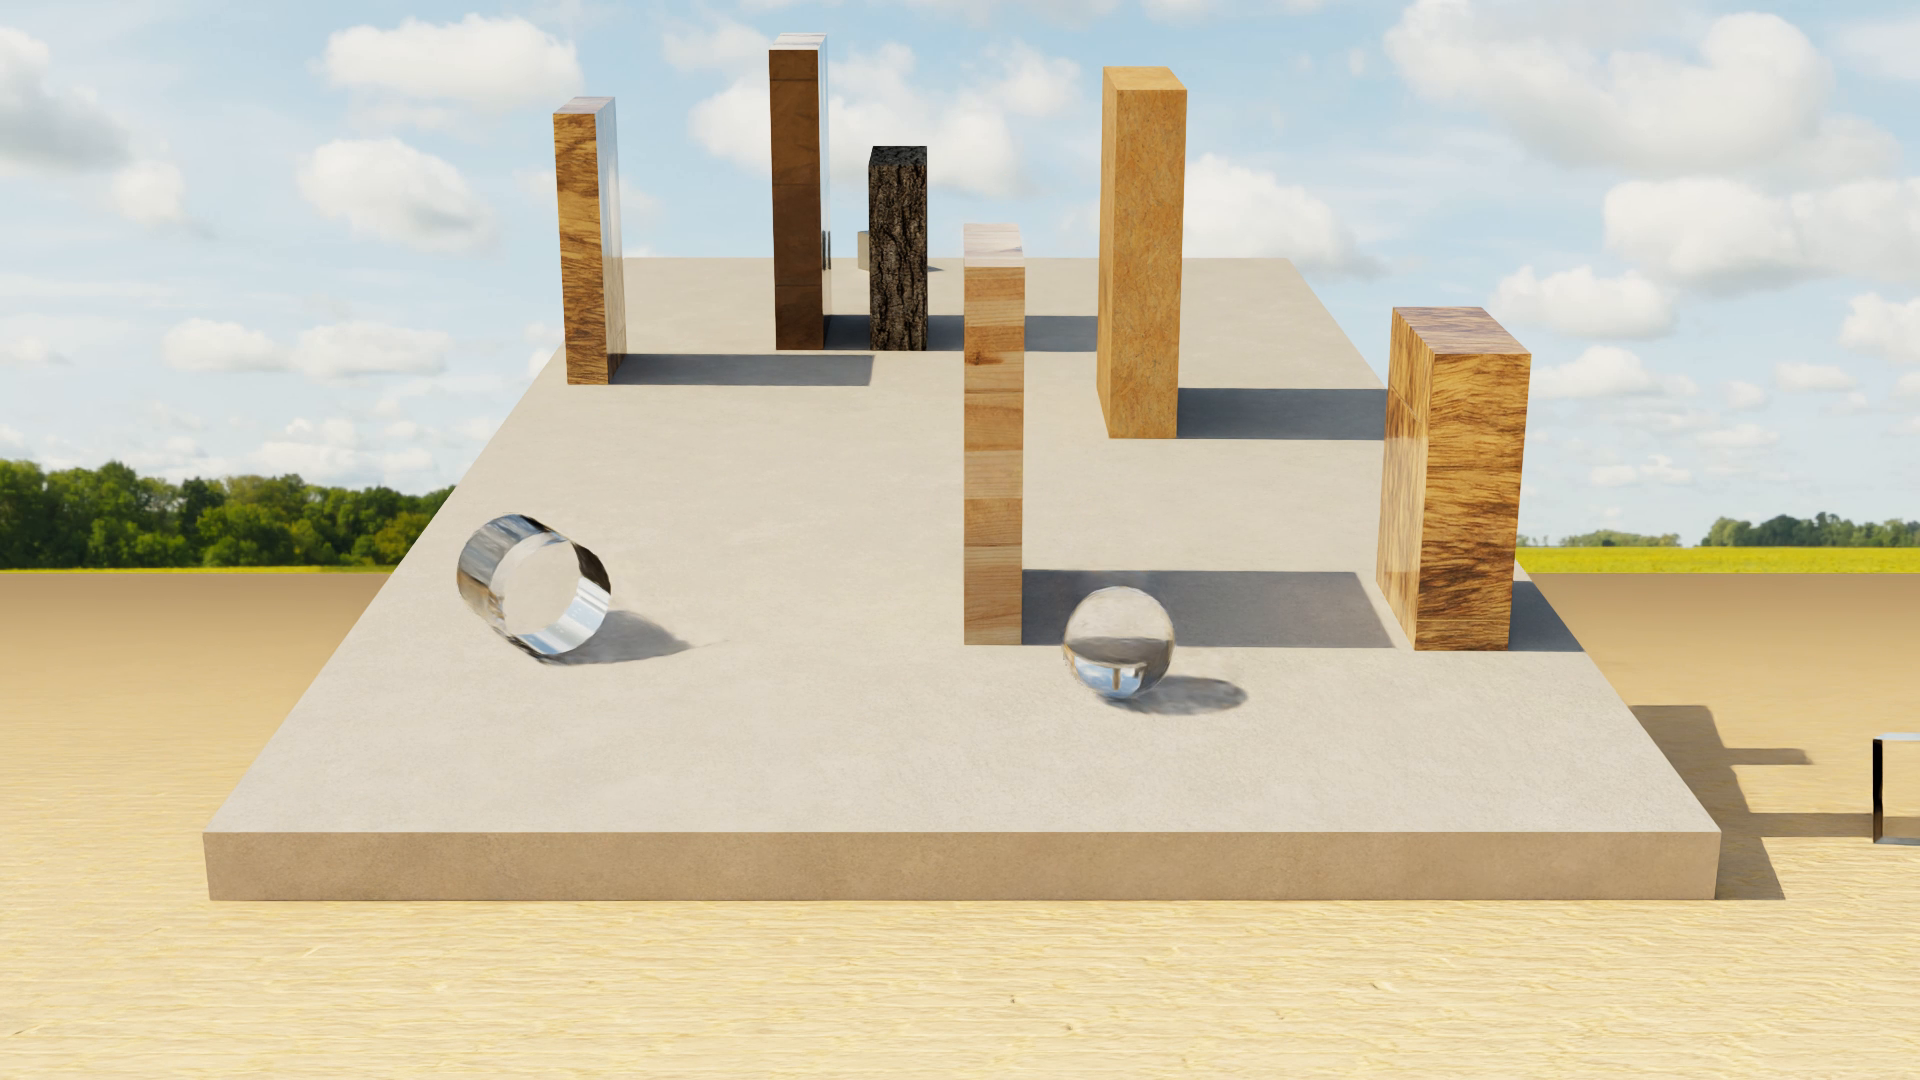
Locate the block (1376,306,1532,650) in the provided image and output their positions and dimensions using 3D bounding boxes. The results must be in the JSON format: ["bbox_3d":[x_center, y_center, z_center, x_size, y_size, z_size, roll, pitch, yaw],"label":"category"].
[{"bbox_3d":[0.802,-0.108,3.672,0.149,0.487,0.346,0,18,0],"label":"block"}]

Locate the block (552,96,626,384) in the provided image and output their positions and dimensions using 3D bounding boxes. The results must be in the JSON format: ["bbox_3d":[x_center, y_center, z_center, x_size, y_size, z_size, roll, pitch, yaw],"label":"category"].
[{"bbox_3d":[-0.872,-0.713,5.297,0.095,0.629,0.319,0,18,0],"label":"block"}]

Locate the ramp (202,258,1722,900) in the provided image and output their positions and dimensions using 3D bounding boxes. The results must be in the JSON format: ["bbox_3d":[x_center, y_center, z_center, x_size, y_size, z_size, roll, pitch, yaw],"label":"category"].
[{"bbox_3d":[-0.004,-0.186,4.861,2.000,0.100,4.000,0,18,0],"label":"ramp"}]

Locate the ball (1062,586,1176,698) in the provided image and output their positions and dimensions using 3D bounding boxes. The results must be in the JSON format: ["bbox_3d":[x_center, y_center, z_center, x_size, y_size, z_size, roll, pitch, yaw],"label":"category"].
[{"bbox_3d":[0.240,0.154,3.378,0.170,0.170,0.170,0,-1,0],"label":"ball"}]

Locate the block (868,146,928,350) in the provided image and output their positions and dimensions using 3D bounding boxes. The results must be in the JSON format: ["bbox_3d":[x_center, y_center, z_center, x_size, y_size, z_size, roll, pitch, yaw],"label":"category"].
[{"bbox_3d":[-0.154,-0.743,5.665,0.140,0.461,0.340,0,18,0],"label":"block"}]

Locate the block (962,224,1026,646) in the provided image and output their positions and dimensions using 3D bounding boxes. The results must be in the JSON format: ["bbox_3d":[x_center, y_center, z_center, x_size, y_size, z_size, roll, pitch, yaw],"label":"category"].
[{"bbox_3d":[0.052,-0.183,3.691,0.092,0.617,0.382,0,18,0],"label":"block"}]

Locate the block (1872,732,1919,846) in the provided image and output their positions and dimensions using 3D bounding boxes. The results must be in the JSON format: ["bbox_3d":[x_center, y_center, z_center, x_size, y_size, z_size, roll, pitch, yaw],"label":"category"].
[{"bbox_3d":[1.577,0.403,3.616,0.168,0.168,0.168,0,-1,30],"label":"block"}]

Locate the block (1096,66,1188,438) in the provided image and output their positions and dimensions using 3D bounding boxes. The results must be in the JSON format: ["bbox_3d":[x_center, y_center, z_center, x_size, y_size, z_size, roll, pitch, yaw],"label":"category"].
[{"bbox_3d":[0.391,-0.637,4.895,0.144,0.738,0.448,0,18,0],"label":"block"}]

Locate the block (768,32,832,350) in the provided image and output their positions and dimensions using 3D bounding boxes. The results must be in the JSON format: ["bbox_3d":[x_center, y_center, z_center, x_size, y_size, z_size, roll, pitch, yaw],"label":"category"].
[{"bbox_3d":[-0.400,-0.889,5.667,0.118,0.737,0.422,0,18,0],"label":"block"}]

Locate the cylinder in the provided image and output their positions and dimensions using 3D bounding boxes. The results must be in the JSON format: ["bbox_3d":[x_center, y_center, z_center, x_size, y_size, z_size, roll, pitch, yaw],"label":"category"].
[{"bbox_3d":[-0.689,0.070,3.609,0.184,0.184,0.184,0,14,-36],"label":"cylinder"}]

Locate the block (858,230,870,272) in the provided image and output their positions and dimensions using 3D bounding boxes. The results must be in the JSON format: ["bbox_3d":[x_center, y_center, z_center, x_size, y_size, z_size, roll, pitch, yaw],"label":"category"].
[{"bbox_3d":[-0.224,-0.847,6.555,0.109,0.109,0.109,-13,22,-35],"label":"block"}]
